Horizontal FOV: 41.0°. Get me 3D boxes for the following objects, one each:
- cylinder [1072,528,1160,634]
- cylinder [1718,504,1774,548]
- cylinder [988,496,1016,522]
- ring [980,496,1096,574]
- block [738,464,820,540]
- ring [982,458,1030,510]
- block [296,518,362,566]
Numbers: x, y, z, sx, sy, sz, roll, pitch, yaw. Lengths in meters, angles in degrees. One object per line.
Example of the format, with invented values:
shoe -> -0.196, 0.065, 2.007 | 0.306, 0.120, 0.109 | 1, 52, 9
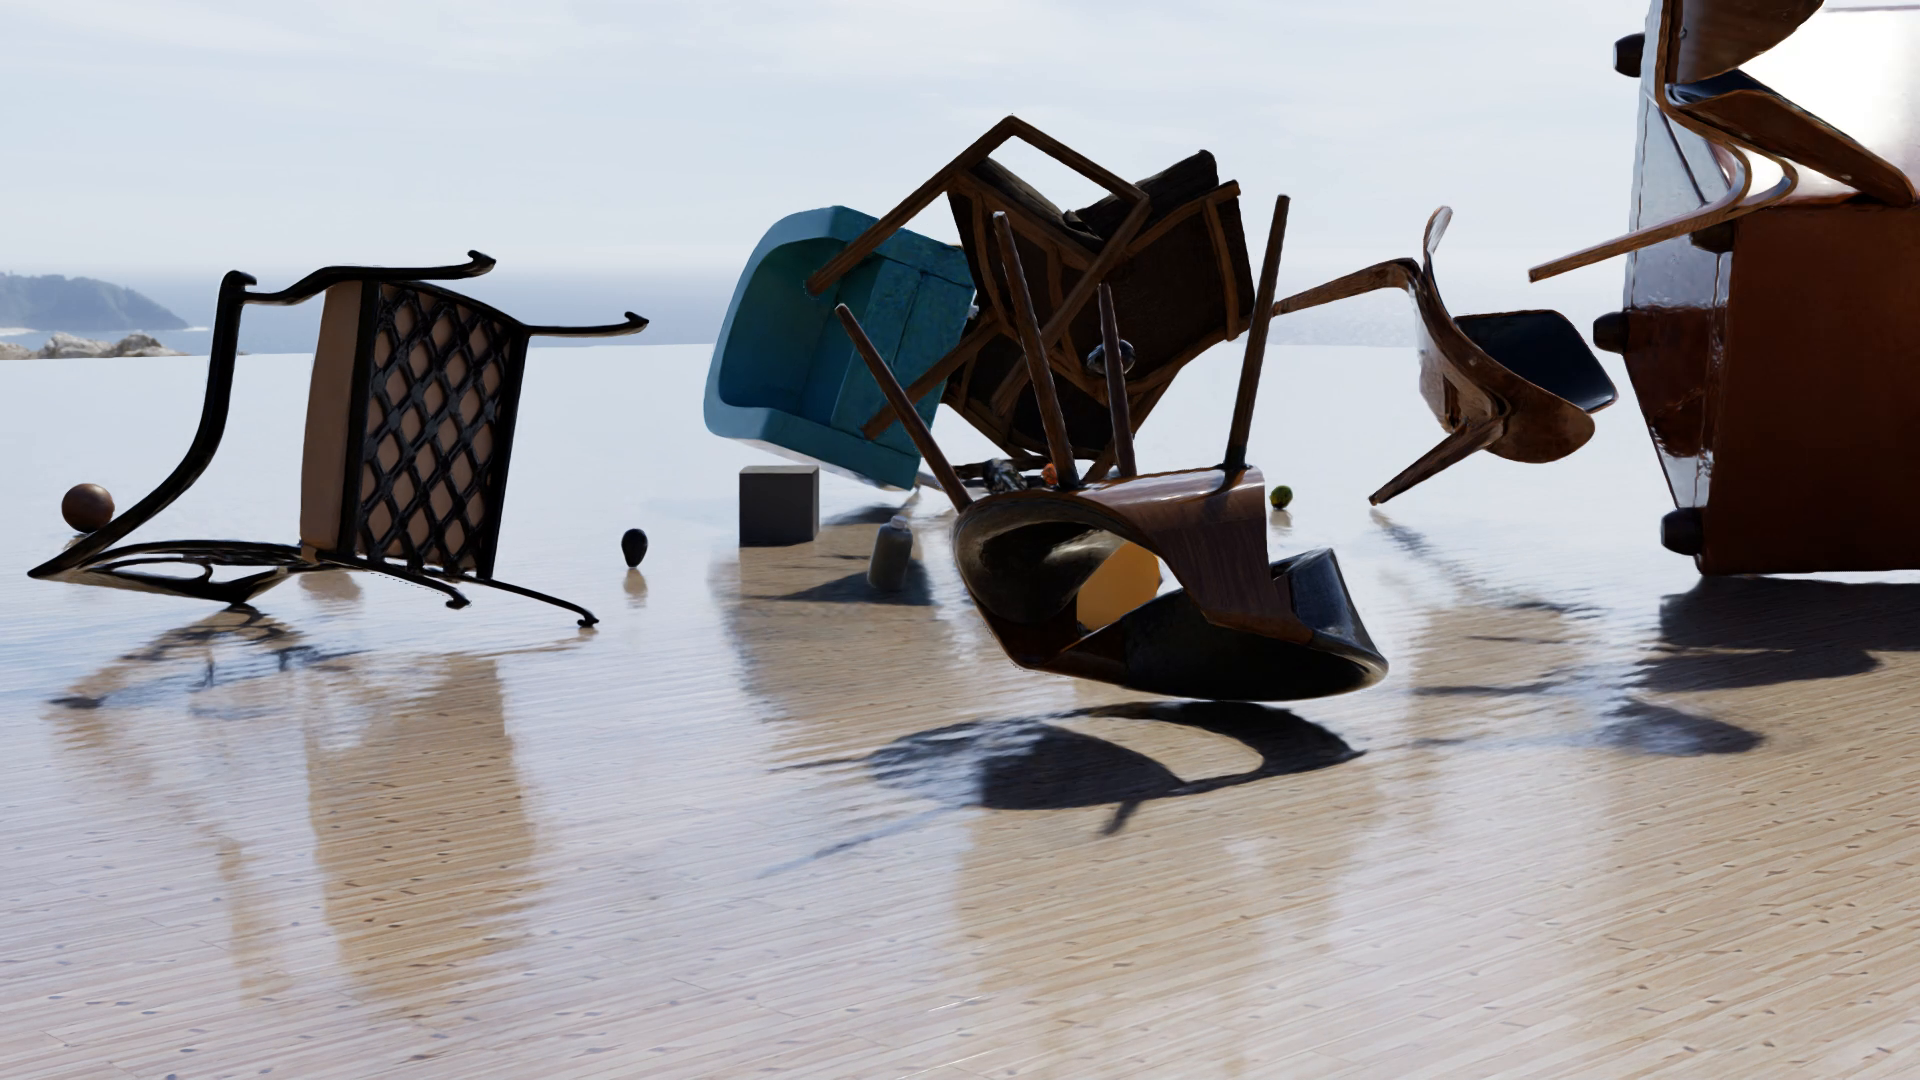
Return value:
cylinder -> 0.292, 0.076, 4.808 | 0.147, 0.189, 0.195 | 36, 7, -1
cylinder -> 1.914, -0.033, 6.248 | 0.111, 0.094, 0.094 | 28, 5, -3
cylinder -> 0.110, -0.084, 6.890 | 0.062, 0.050, 0.053 | -21, 17, 39
ring -> 0.173, -0.012, 5.730 | 0.283, 0.087, 0.301 | -23, 9, 19
block -> -0.457, -0.096, 6.516 | 0.185, 0.170, 0.271 | 0, 6, 0
ring -> 0.130, -0.156, 7.209 | 0.044, 0.132, 0.184 | -24, -55, 39
block -> -1.444, 0.004, 5.873 | 0.102, 0.047, 0.106 | 6, 41, 21
